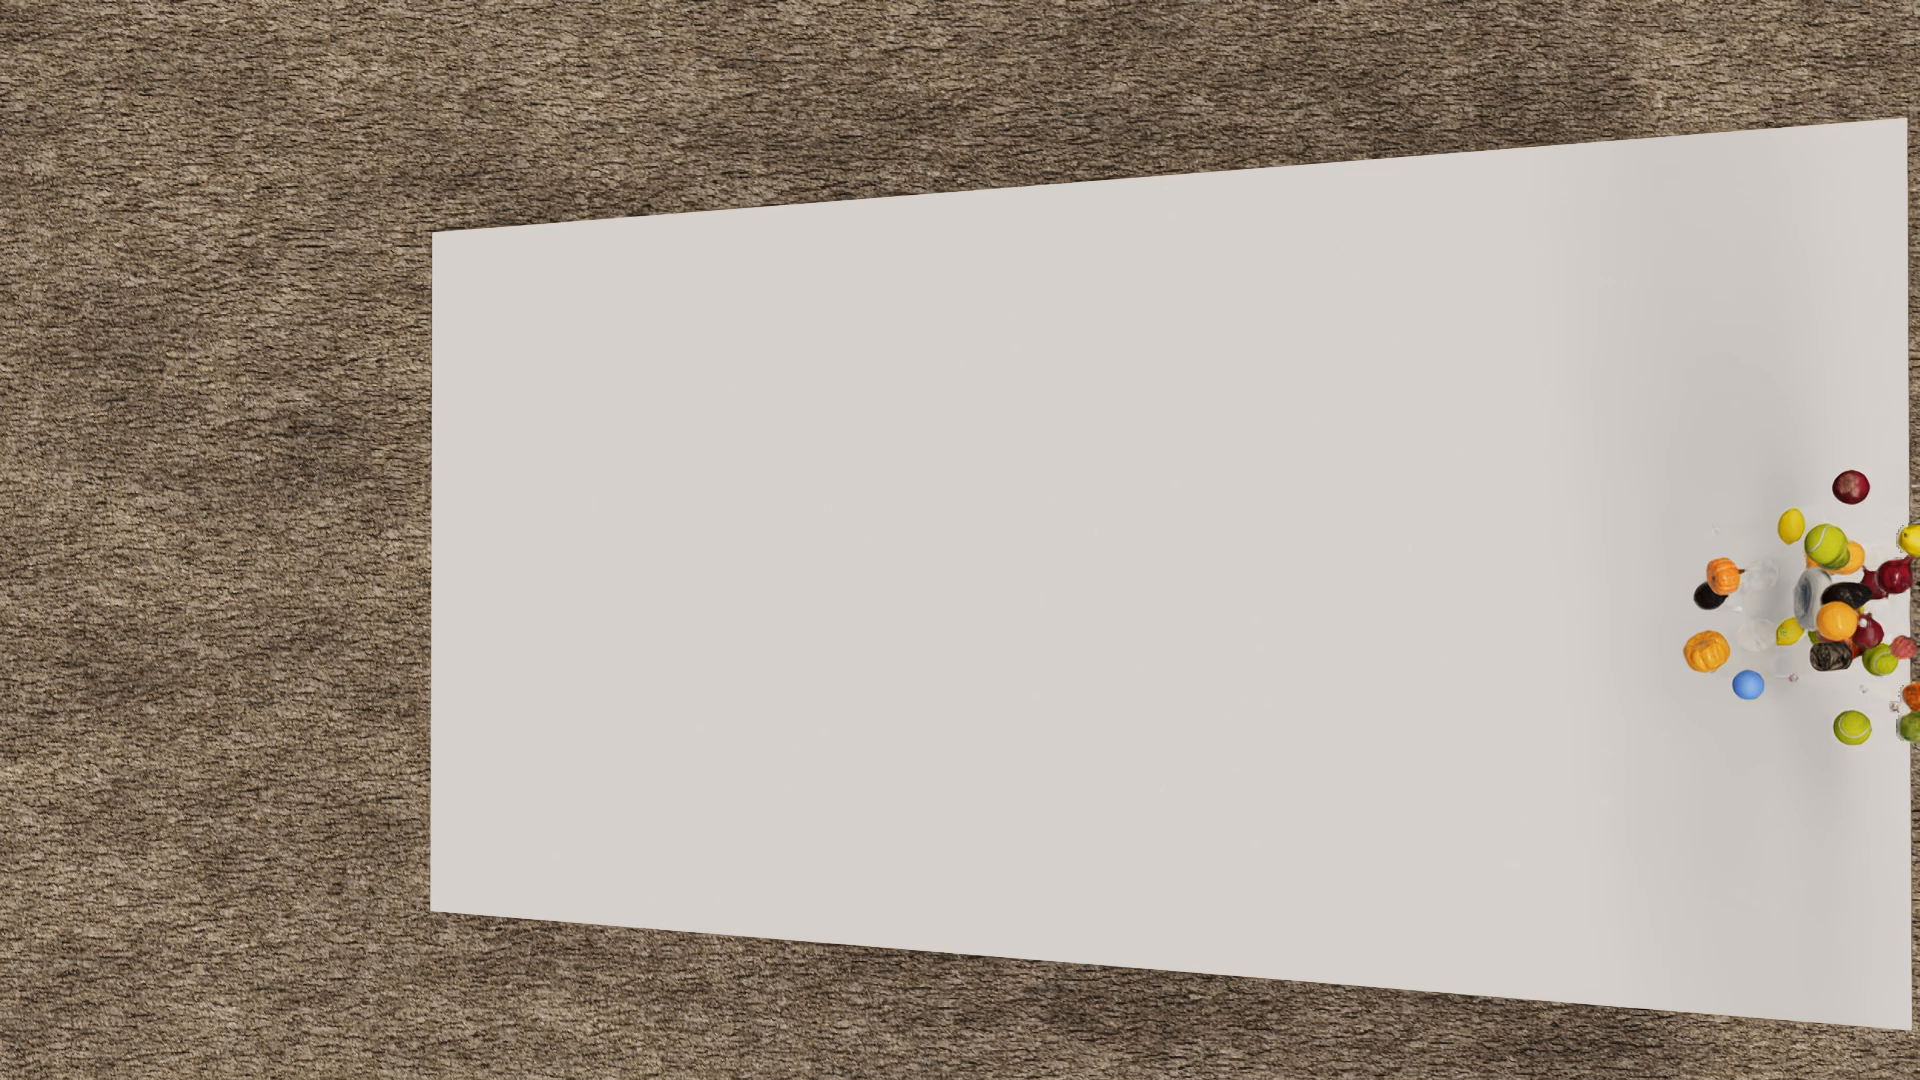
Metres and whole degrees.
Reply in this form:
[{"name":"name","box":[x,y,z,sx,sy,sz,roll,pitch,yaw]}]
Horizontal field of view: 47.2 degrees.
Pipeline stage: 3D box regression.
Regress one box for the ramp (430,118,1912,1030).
[{"name":"ramp","box":[0.282,0.083,5.697,4.000,0.100,2.000,0,89,25]}]

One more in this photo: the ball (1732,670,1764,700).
[{"name":"ball","box":[1.615,0.297,4.506,0.062,0.062,0.062,0,89,0]}]
